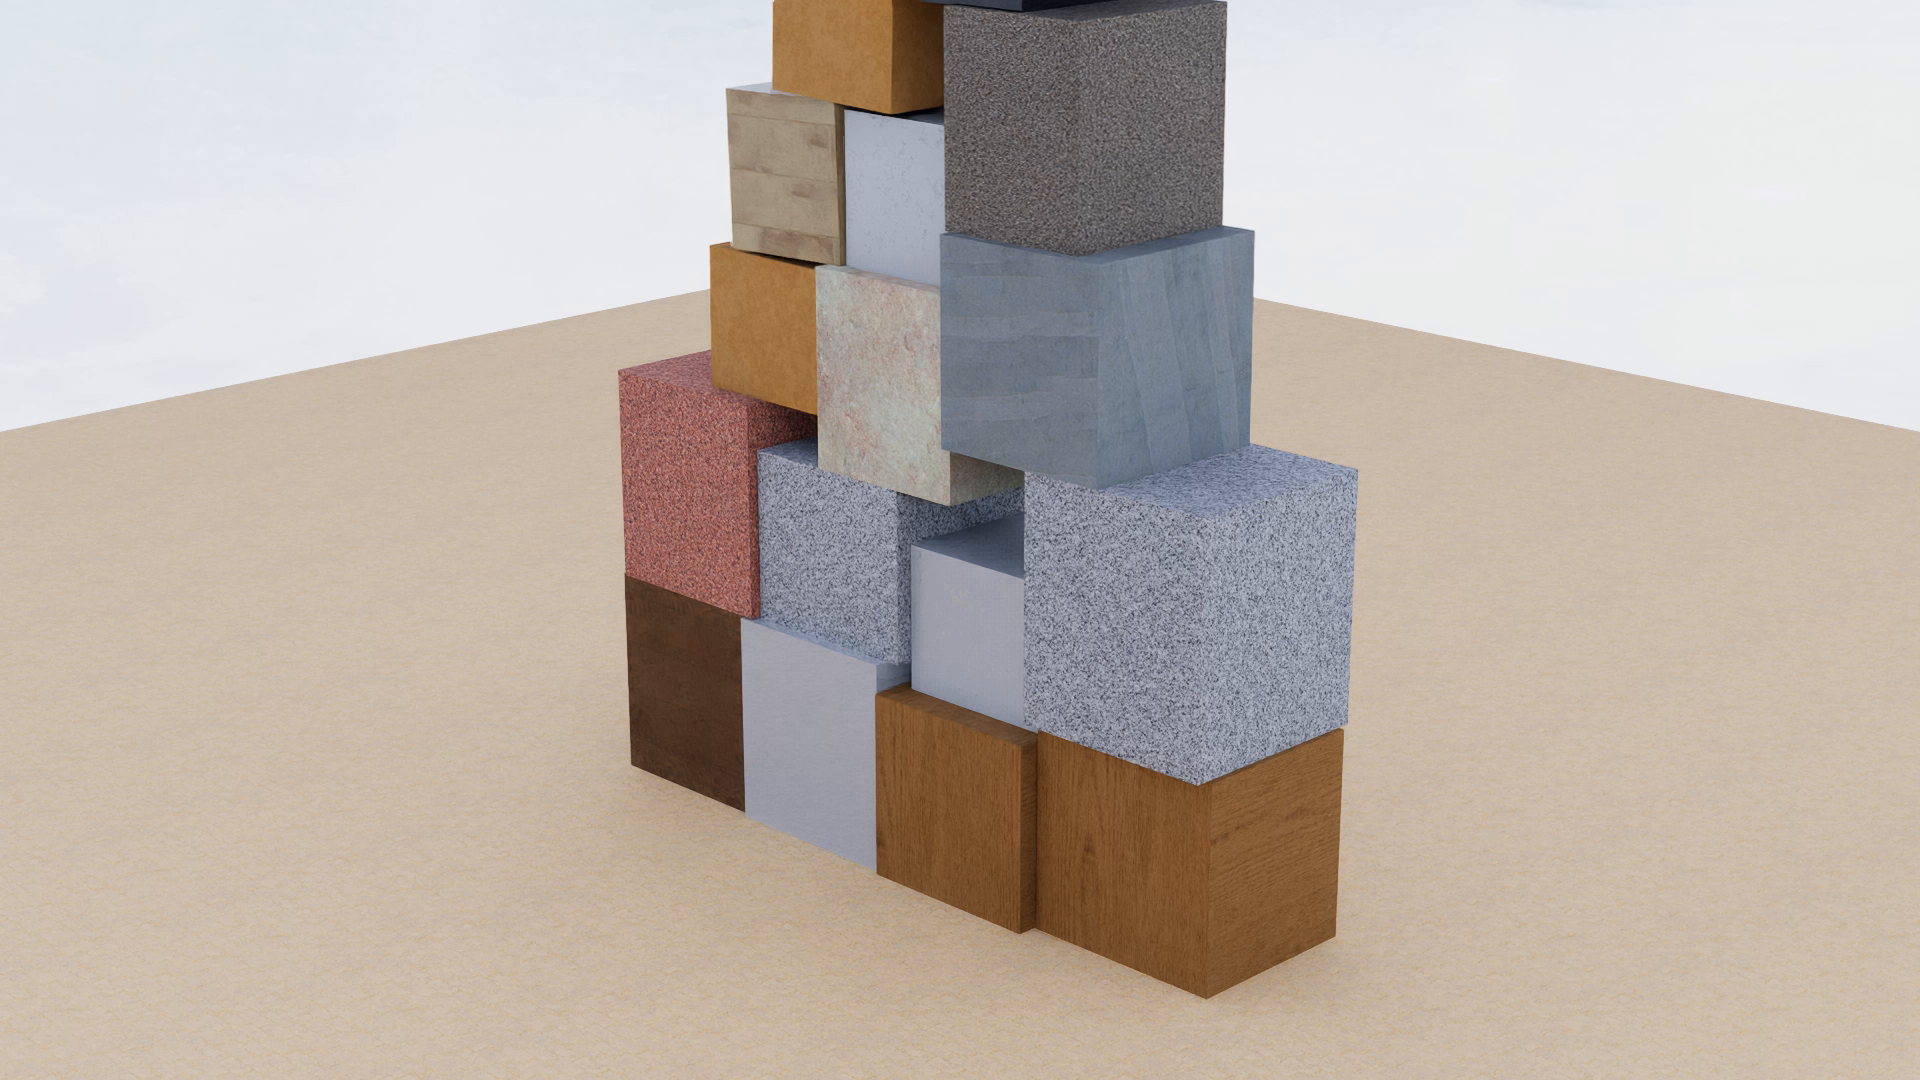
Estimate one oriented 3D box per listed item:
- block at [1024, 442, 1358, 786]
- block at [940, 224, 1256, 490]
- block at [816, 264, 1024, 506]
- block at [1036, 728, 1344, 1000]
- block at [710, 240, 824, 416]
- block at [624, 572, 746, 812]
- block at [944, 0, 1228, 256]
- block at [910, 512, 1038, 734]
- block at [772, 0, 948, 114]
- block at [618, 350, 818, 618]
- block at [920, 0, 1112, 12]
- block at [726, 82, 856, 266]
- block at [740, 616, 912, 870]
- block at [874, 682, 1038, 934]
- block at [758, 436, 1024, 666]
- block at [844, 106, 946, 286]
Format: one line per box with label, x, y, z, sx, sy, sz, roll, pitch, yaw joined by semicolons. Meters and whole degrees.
block;0.968;0.248;12.427;0.988;1.139;0.984;-17;24;-42
block;0.580;-0.846;12.451;0.973;0.935;0.904;-17;24;-42
block;-0.022;-0.774;13.150;0.906;0.931;0.845;-17;24;-42
block;0.989;1.260;12.720;0.870;0.968;0.981;-17;24;-42
block;-0.624;-1.035;13.668;0.725;0.673;0.805;-17;25;-42
block;-1.008;0.644;14.601;0.925;1.016;0.901;-17;24;-42
block;0.523;-1.768;12.257;0.903;0.942;0.762;-17;24;-42
block;0.321;0.357;13.126;0.717;0.684;0.809;-17;24;-42
block;-0.276;-2.308;12.913;0.792;0.670;0.762;-17;26;-42
block;-0.979;-0.324;14.255;0.943;1.037;0.938;-17;24;-42
block;0.258;-2.645;12.231;0.751;0.753;0.778;16;24;43
block;-0.551;-1.703;13.367;0.695;0.732;0.727;-17;22;-42
block;-0.355;0.843;13.977;0.988;1.010;0.929;-17;24;-42
block;0.313;1.098;13.379;1.058;0.882;0.912;-17;24;-42
block;-0.309;-0.015;13.654;0.849;0.821;0.931;-17;24;-42
block;0.000;-1.543;12.883;0.697;0.697;0.727;-17;24;-42
